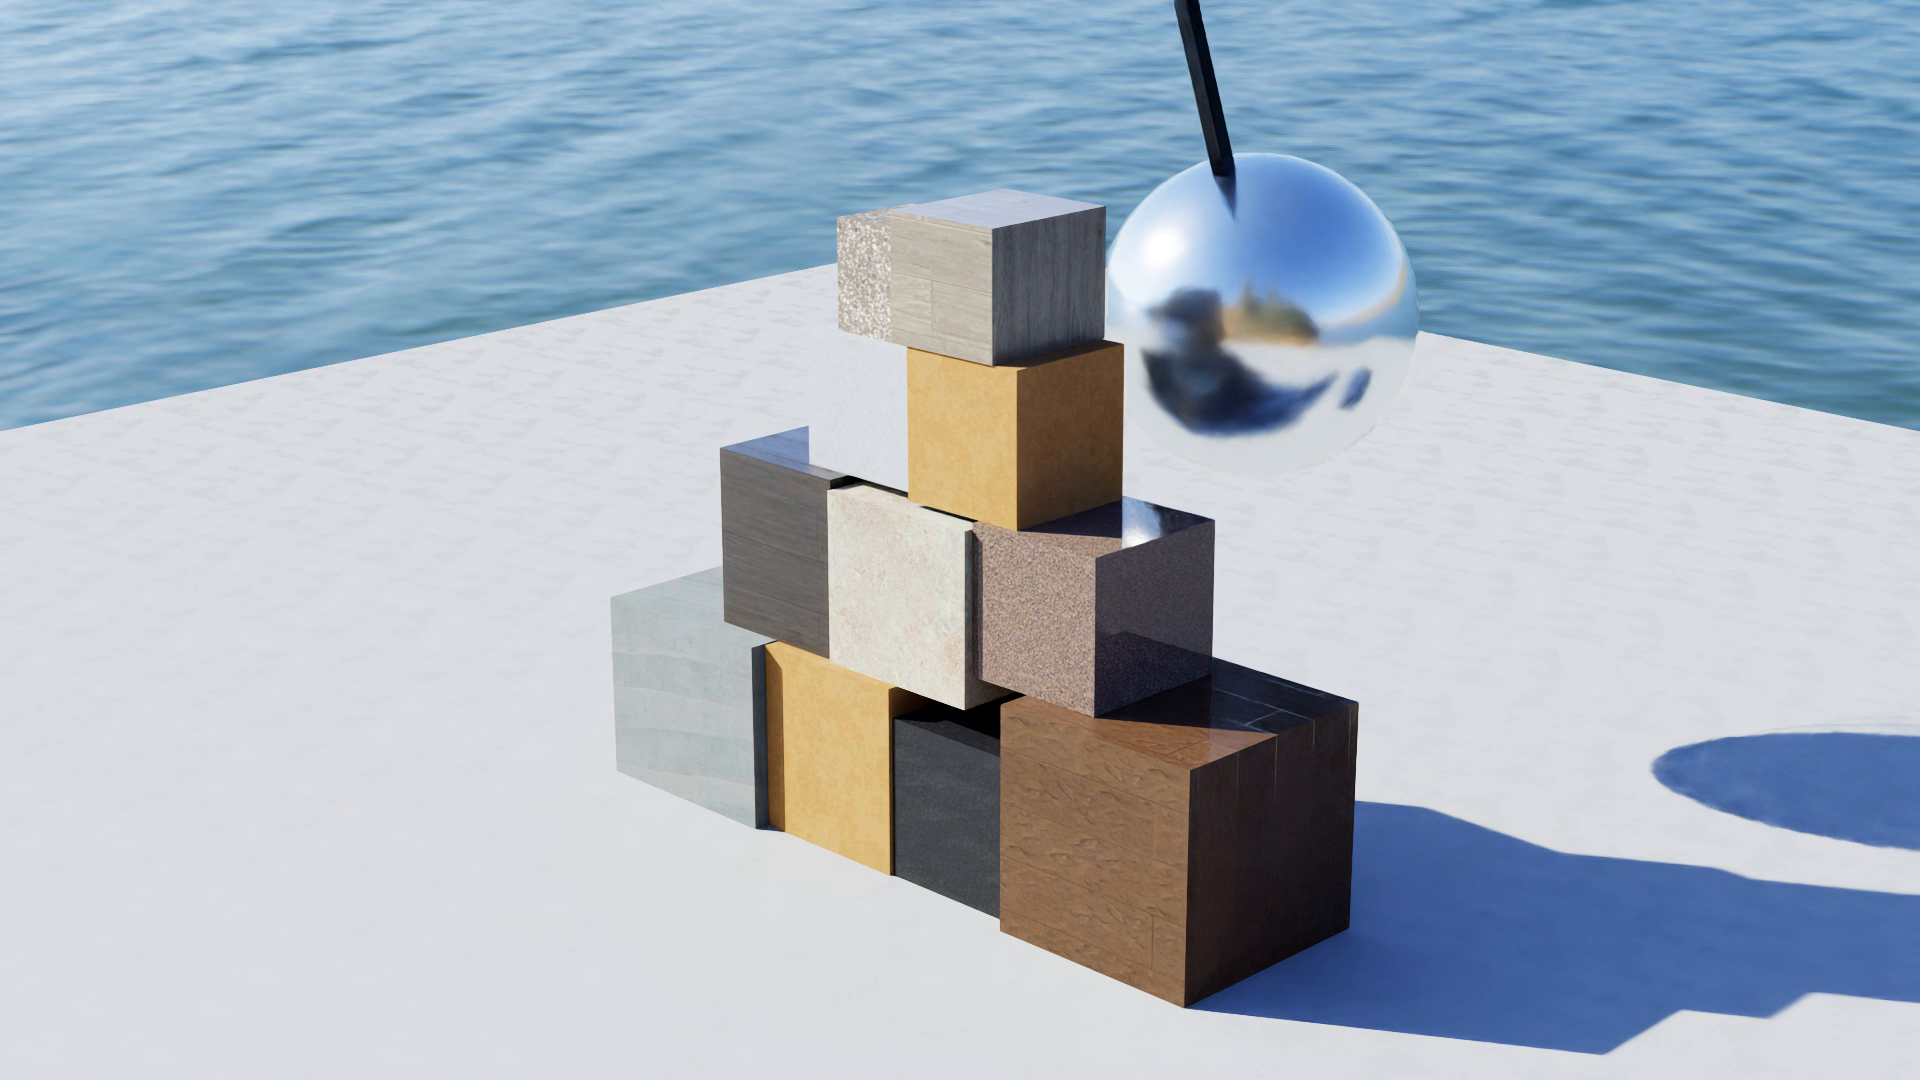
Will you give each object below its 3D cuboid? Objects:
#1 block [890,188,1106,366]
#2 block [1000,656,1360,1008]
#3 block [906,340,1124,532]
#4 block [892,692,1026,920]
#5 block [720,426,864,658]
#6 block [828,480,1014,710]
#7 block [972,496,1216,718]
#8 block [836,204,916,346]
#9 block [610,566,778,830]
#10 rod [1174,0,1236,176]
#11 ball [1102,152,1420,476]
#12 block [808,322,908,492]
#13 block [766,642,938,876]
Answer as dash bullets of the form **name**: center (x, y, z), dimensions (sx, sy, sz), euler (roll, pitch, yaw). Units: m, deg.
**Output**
- **block**: center (0.168, -1.159, 12.804), dimensions (0.710, 0.590, 0.616), euler (-17, 24, -42)
- **block**: center (0.944, 1.207, 12.735), dimensions (1.110, 1.061, 1.067), euler (-17, 24, -42)
- **block**: center (0.245, -0.516, 12.920), dimensions (0.679, 0.707, 0.667), euler (-17, 24, -42)
- **block**: center (0.282, 1.154, 13.386), dimensions (0.904, 0.771, 0.750), euler (-17, 24, -42)
- **block**: center (-0.558, -0.031, 13.946), dimensions (0.854, 0.865, 0.766), euler (-17, 24, -42)
- **block**: center (0.024, 0.170, 13.387), dimensions (0.887, 0.825, 0.875), euler (-17, 24, -42)
- **block**: center (0.583, 0.257, 12.806), dimensions (0.770, 0.708, 0.722), euler (-17, 24, -42)
- **block**: center (-0.211, -1.198, 13.213), dimensions (0.476, 0.518, 0.486), euler (-17, 24, -42)
- **block**: center (-0.948, 0.710, 14.558), dimensions (1.127, 0.916, 1.052), euler (-17, 24, -42)
- **rod**: center (0.636, -3.911, 12.779), dimensions (0.080, 5.200, 0.080), euler (17, 44, 42)
- **ball**: center (1.467, -1.117, 14.528), dimensions (1.600, 1.600, 1.600), euler (0, 17, 0)
- **block**: center (-0.242, -0.645, 13.388), dimensions (0.577, 0.641, 0.702), euler (-17, 24, -42)
- **block**: center (-0.268, 0.912, 13.921), dimensions (0.986, 0.912, 0.834), euler (-17, 24, -42)
